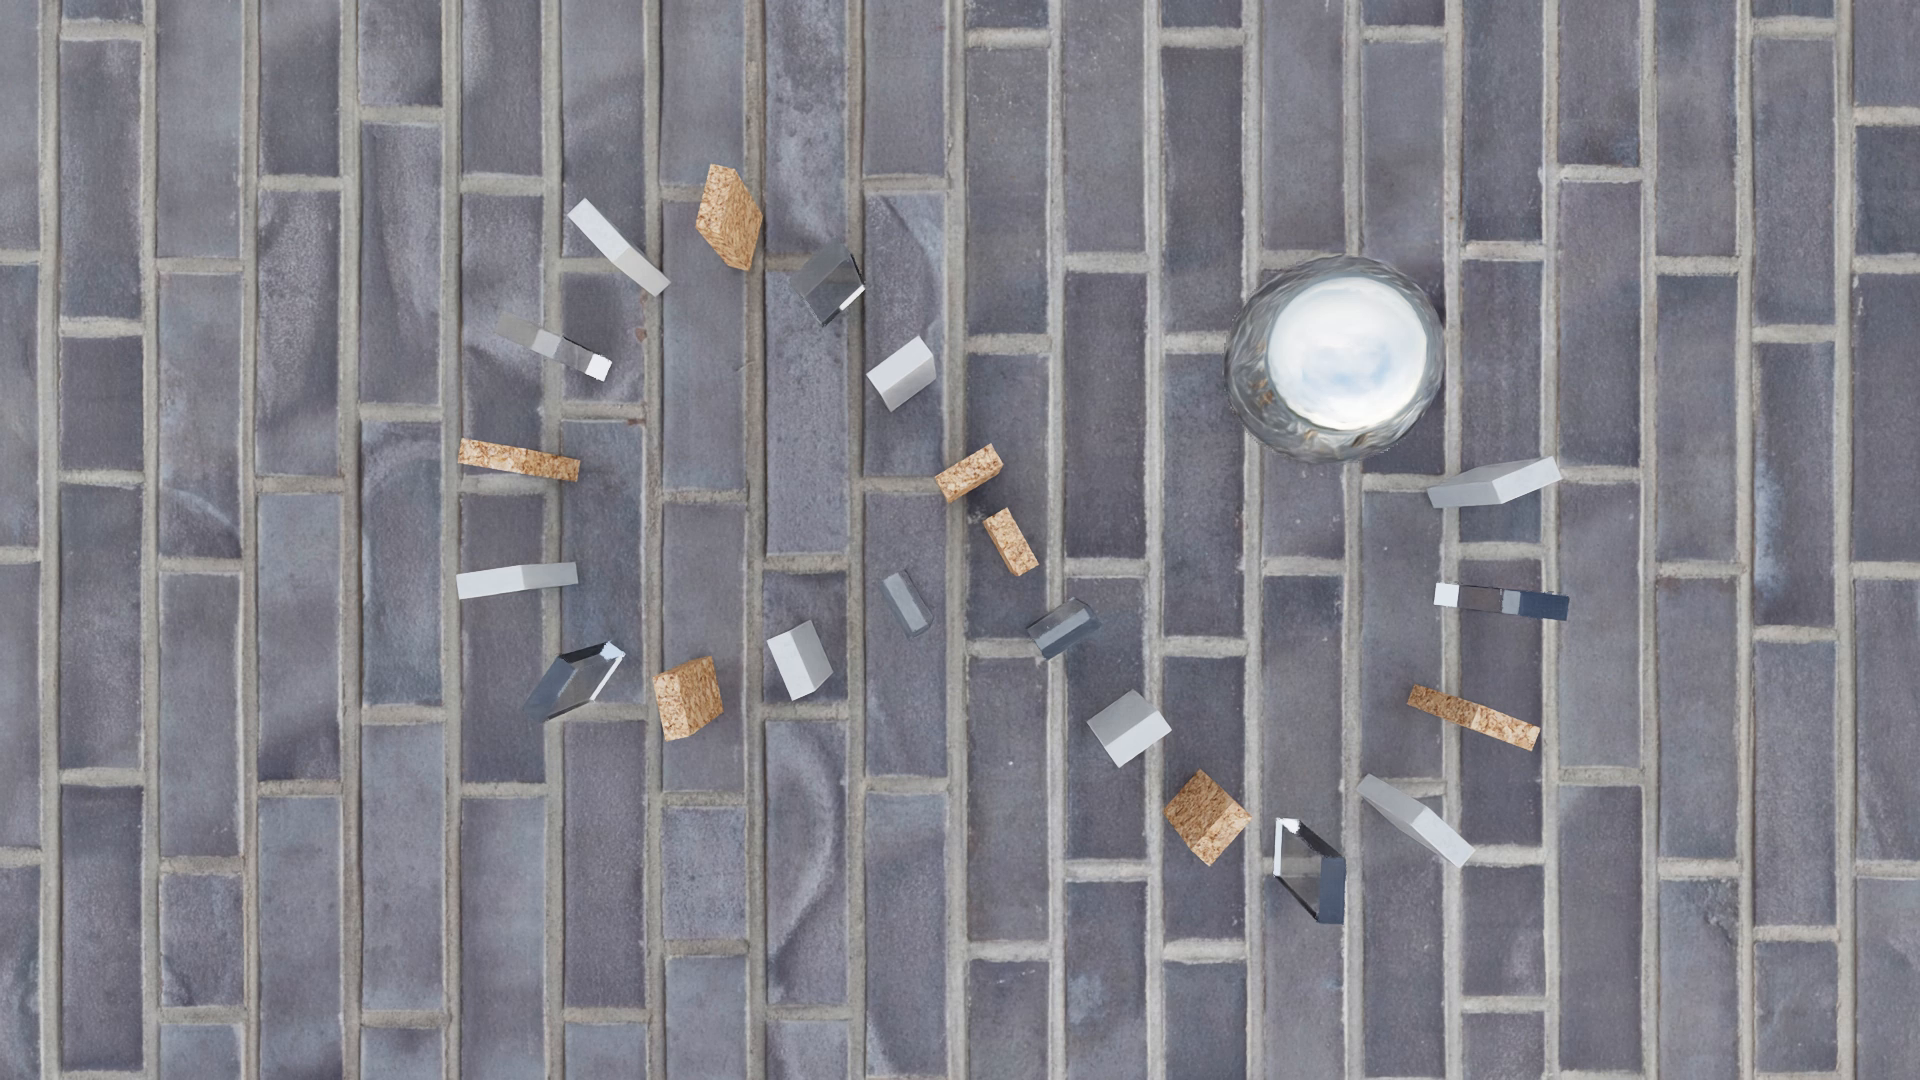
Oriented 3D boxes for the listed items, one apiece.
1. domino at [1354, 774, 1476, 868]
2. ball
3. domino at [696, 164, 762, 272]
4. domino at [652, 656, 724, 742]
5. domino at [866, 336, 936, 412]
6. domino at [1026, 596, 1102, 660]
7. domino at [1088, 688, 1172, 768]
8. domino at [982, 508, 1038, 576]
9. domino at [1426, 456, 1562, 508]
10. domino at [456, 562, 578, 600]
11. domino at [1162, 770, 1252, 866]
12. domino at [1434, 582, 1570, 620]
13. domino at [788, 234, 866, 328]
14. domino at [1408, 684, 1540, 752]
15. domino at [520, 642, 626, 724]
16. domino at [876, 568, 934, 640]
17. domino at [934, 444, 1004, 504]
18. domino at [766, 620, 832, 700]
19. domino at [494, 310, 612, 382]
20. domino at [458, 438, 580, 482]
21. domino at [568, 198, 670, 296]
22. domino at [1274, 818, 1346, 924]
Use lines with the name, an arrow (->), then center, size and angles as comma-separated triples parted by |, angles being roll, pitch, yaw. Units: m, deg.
domino -> 0.185, 0.114, 0.375 | 0.025, 0.050, 0.009 | 42, 90, 0
ball -> 0.146, -0.070, 0.360 | 0.080, 0.080, 0.080 | 0, 90, 0
domino -> -0.094, -0.131, 0.375 | 0.010, 0.050, 0.025 | 14, 90, 0
domino -> -0.110, 0.064, 0.375 | 0.009, 0.050, 0.025 | -12, 90, 0
domino -> -0.023, -0.067, 0.375 | 0.025, 0.050, 0.009 | -36, 90, 0
domino -> 0.042, 0.035, 0.375 | 0.025, 0.050, 0.009 | -33, 90, 0
domino -> 0.068, 0.076, 0.375 | 0.025, 0.050, 0.010 | -35, 90, 0
domino -> 0.020, 0.001, 0.375 | 0.009, 0.050, 0.025 | -29, 90, 0
domino -> 0.217, -0.023, 0.375 | 0.025, 0.050, 0.010 | -22, 90, 0
domino -> -0.180, 0.016, 0.375 | 0.025, 0.050, 0.009 | -8, 90, 0
domino -> 0.100, 0.112, 0.375 | 0.010, 0.050, 0.025 | 42, 90, 0
domino -> 0.220, 0.025, 0.375 | 0.025, 0.050, 0.009 | 7, 90, 0
domino -> -0.054, -0.105, 0.375 | 0.025, 0.050, 0.010 | -43, 90, 0
domino -> 0.208, 0.072, 0.375 | 0.025, 0.050, 0.010 | 21, 90, 0
domino -> -0.157, 0.057, 0.375 | 0.010, 0.050, 0.025 | 35, 90, 0
domino -> -0.022, 0.025, 0.375 | 0.010, 0.050, 0.025 | -30, 90, 0
domino -> 0.003, -0.026, 0.375 | 0.025, 0.050, 0.010 | -31, 90, 0
domino -> -0.065, 0.048, 0.375 | 0.009, 0.050, 0.025 | -23, 90, 0
domino -> -0.165, -0.079, 0.375 | 0.025, 0.050, 0.009 | 23, 90, 0
domino -> -0.179, -0.032, 0.375 | 0.025, 0.050, 0.010 | 10, 90, 0
domino -> -0.138, -0.118, 0.375 | 0.010, 0.050, 0.025 | -43, 90, 0
domino -> 0.142, 0.134, 0.375 | 0.010, 0.050, 0.025 | 3, 90, 0
